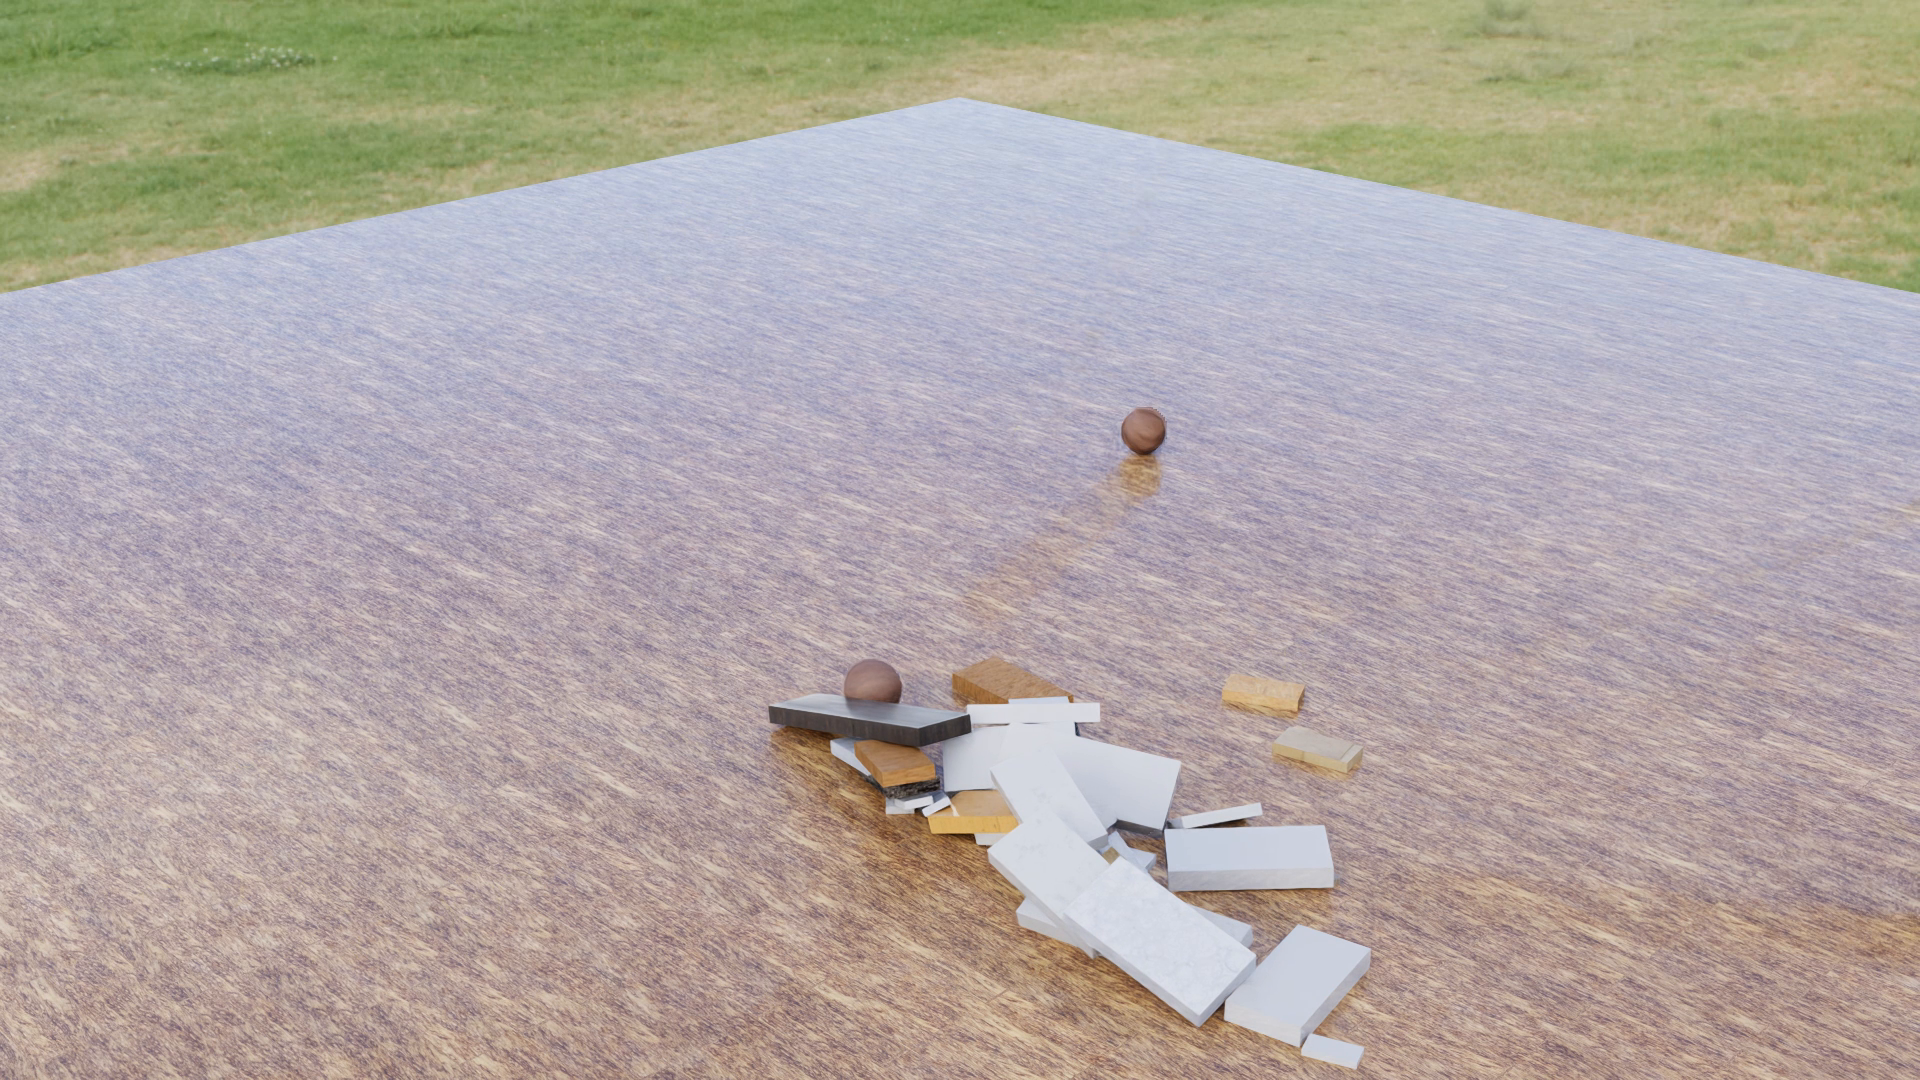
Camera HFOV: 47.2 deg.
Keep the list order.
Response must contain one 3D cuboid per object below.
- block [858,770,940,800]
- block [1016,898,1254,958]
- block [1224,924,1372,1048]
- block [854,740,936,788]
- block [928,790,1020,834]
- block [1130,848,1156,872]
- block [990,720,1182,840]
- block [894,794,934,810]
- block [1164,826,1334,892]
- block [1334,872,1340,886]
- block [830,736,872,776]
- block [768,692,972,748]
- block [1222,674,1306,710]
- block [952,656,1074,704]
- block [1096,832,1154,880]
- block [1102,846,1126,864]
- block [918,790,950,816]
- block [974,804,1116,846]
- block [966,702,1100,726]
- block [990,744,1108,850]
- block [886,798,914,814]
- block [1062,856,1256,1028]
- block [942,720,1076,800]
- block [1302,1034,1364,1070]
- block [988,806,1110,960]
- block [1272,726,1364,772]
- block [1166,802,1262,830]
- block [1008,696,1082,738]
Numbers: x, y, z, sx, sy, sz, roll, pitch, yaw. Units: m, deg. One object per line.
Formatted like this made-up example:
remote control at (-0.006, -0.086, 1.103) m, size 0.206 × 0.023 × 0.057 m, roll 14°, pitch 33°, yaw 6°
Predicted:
block at (-0.127, 0.483, 4.515) m, size 0.108 × 0.030 × 0.215 m, roll -9°, pitch 10°, yaw -18°
block at (0.315, 0.701, 3.997) m, size 0.413 × 0.041 × 0.143 m, roll 15°, pitch 47°, yaw 31°
block at (0.596, 0.781, 3.869) m, size 0.143 × 0.041 × 0.286 m, roll 15°, pitch 27°, yaw 31°
block at (-0.133, 0.442, 4.418) m, size 0.108 × 0.030 × 0.215 m, roll -8°, pitch 13°, yaw -16°
block at (0.076, 0.535, 4.330) m, size 0.254 × 0.036 × 0.127 m, roll -6°, pitch 15°, yaw 35°
block at (0.298, 0.613, 4.238) m, size 0.143 × 0.020 × 0.072 m, roll 12°, pitch 25°, yaw 26°
block at (0.252, 0.481, 4.419) m, size 0.356 × 0.044 × 0.156 m, roll 13°, pitch 59°, yaw 12°
block at (-0.093, 0.522, 4.403) m, size 0.058 × 0.016 × 0.115 m, roll -11°, pitch 0°, yaw -12°
block at (0.554, 0.613, 4.239) m, size 0.311 × 0.044 × 0.156 m, roll -2°, pitch 23°, yaw 3°
block at (0.689, 0.638, 4.240) m, size 0.048 × 0.014 × 0.095 m, roll -8°, pitch 24°, yaw -17°
block at (-0.183, 0.444, 4.593) m, size 0.108 × 0.030 × 0.215 m, roll -10°, pitch 11°, yaw -22°
block at (-0.197, 0.376, 4.630) m, size 0.136 × 0.039 × 0.518 m, roll -12°, pitch 9°, yaw -39°
block at (0.681, 0.340, 4.928) m, size 0.170 × 0.024 × 0.085 m, roll 8°, pitch 24°, yaw 18°
block at (0.117, 0.338, 4.918) m, size 0.129 × 0.037 × 0.258 m, roll -19°, pitch 30°, yaw -38°
block at (0.307, 0.624, 4.175) m, size 0.069 × 0.020 × 0.139 m, roll -33°, pitch 50°, yaw -7°
block at (0.306, 0.645, 4.134) m, size 0.069 × 0.020 × 0.139 m, roll -40°, pitch 51°, yaw -11°
block at (-0.054, 0.529, 4.415) m, size 0.058 × 0.016 × 0.115 m, roll -26°, pitch 4°, yaw -7°
block at (0.165, 0.557, 4.300) m, size 0.254 × 0.036 × 0.127 m, roll -4°, pitch 16°, yaw 39°
block at (0.150, 0.364, 4.587) m, size 0.273 × 0.039 × 0.136 m, roll -1°, pitch -7°, yaw -2°
block at (0.168, 0.507, 4.194) m, size 0.127 × 0.036 × 0.254 m, roll -22°, pitch 46°, yaw -13°
block at (-0.123, 0.524, 4.504) m, size 0.058 × 0.016 × 0.115 m, roll -1°, pitch 23°, yaw -2°
block at (0.350, 0.705, 3.876) m, size 0.311 × 0.044 × 0.156 m, roll 34°, pitch 59°, yaw 29°
block at (0.103, 0.450, 4.501) m, size 0.273 × 0.039 × 0.136 m, roll -5°, pitch 60°, yaw 2°
block at (0.629, 0.863, 3.711) m, size 0.095 × 0.014 × 0.048 m, roll 10°, pitch 25°, yaw 23°
block at (0.198, 0.624, 4.021) m, size 0.143 × 0.041 × 0.286 m, roll -34°, pitch 53°, yaw -23°
block at (0.761, 0.446, 4.679) m, size 0.170 × 0.024 × 0.085 m, roll 14°, pitch 27°, yaw 29°
block at (0.506, 0.552, 4.373) m, size 0.170 × 0.024 × 0.085 m, roll -8°, pitch -10°, yaw -17°
block at (0.183, 0.409, 4.656) m, size 0.129 × 0.037 × 0.258 m, roll -3°, pitch 23°, yaw -6°
